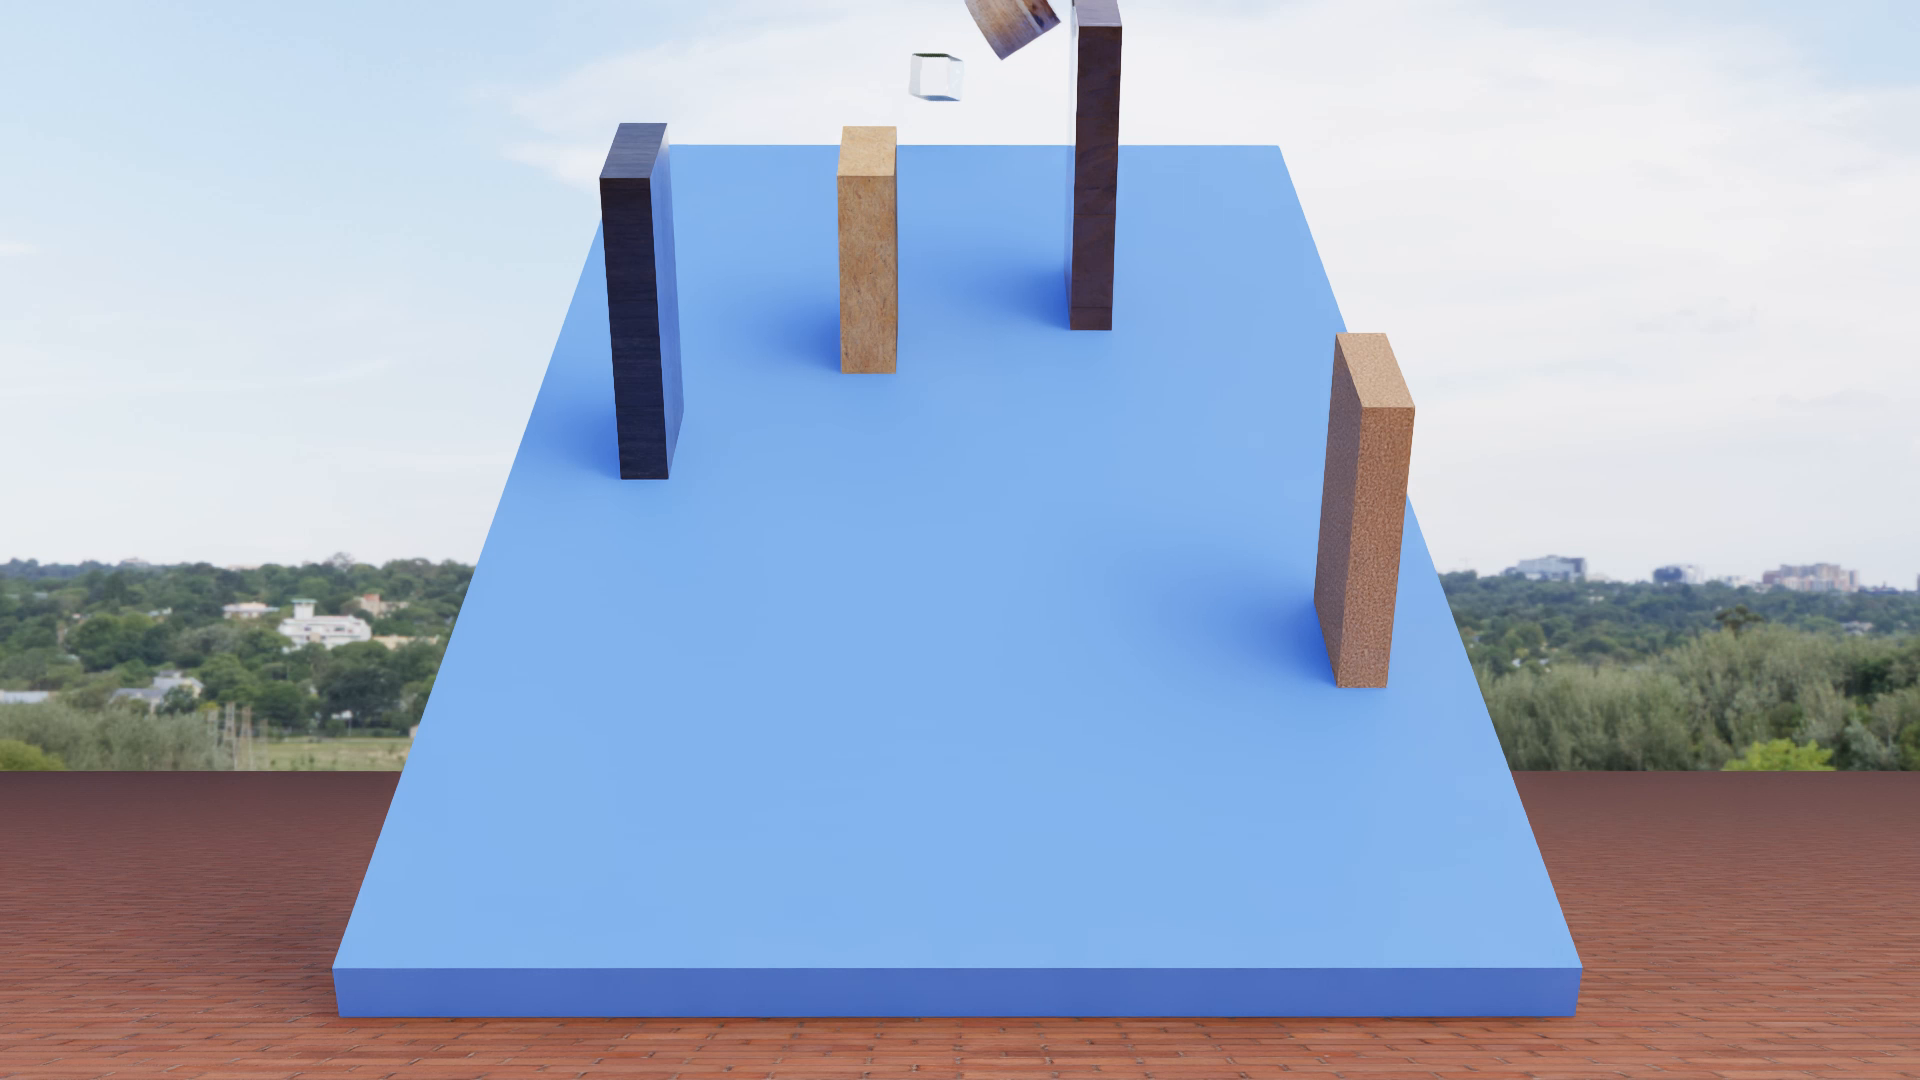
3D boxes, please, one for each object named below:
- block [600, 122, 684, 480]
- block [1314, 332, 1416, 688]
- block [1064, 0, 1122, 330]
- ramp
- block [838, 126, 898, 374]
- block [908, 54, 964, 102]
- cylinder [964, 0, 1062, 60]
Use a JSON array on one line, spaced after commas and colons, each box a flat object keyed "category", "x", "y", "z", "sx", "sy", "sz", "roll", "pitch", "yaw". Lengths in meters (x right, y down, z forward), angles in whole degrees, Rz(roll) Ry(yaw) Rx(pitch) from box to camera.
[{"category": "block", "x": -0.704, "y": -0.532, "z": 5.329, "sx": 0.106, "sy": 0.707, "sz": 0.360, "roll": 0, "pitch": 28, "yaw": 0}, {"category": "block", "x": 0.769, "y": -0.058, "z": 4.581, "sx": 0.095, "sy": 0.592, "sz": 0.337, "roll": 0, "pitch": 28, "yaw": 0}, {"category": "block", "x": 0.334, "y": -0.975, "z": 6.072, "sx": 0.105, "sy": 0.788, "sz": 0.399, "roll": 0, "pitch": 28, "yaw": 0}, {"category": "ramp", "x": -0.012, "y": -0.221, "z": 5.608, "sx": 2.000, "sy": 0.100, "sz": 4.000, "roll": 0, "pitch": 28, "yaw": 0}, {"category": "block", "x": -0.223, "y": -0.716, "z": 5.884, "sx": 0.133, "sy": 0.508, "sz": 0.361, "roll": 0, "pitch": 28, "yaw": 0}, {"category": "block", "x": -0.072, "y": -1.426, "z": 7.373, "sx": 0.124, "sy": 0.124, "sz": 0.124, "roll": 6, "pitch": 3, "yaw": 24}, {"category": "cylinder", "x": 0.153, "y": -1.522, "z": 6.885, "sx": 0.203, "sy": 0.203, "sz": 0.203, "roll": -31, "pitch": -12, "yaw": 11}]
